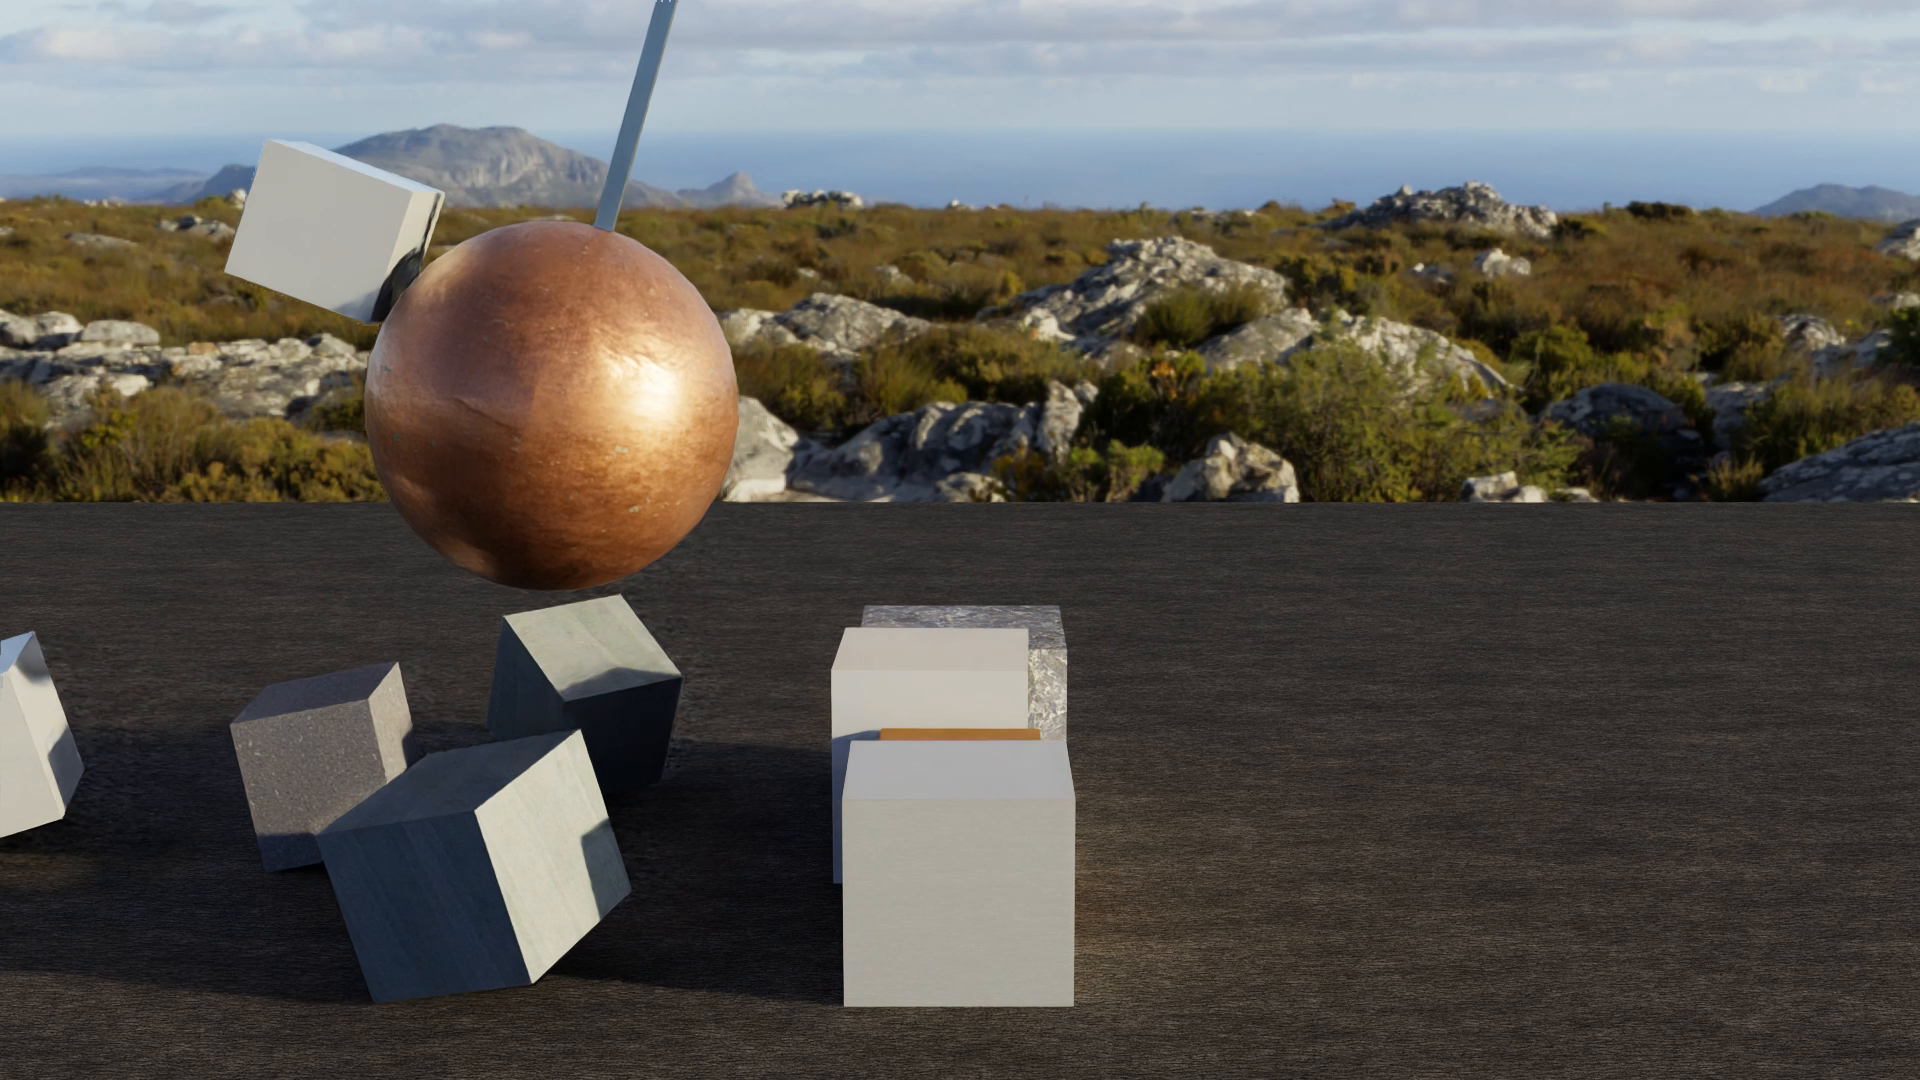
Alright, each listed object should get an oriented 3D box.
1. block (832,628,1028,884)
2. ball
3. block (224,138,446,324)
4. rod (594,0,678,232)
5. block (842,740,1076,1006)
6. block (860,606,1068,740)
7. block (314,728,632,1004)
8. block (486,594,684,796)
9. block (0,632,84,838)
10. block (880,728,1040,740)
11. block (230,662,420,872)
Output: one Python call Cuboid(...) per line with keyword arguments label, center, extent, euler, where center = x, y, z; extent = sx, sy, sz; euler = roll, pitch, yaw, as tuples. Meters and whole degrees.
Cuboid(label="block", center=(-0.120, 0.960, 11.595), extent=(0.850, 0.962, 0.866), euler=(0, 10, 2))
Cuboid(label="ball", center=(-1.753, -0.576, 11.076), extent=(1.600, 1.600, 1.600), euler=(0, 10, 0))
Cuboid(label="block", center=(-2.667, -1.324, 11.002), extent=(0.638, 0.585, 0.656), euler=(20, 7, -2))
Cuboid(label="rod", center=(-0.760, -3.775, 10.494), extent=(0.080, 5.200, 0.080), euler=(17, 10, -3))
Cuboid(label="block", center=(-0.005, 1.299, 10.130), extent=(0.876, 0.820, 0.854), euler=(0, 10, 0))
Cuboid(label="block", center=(0.009, 0.842, 12.541), extent=(0.981, 0.856, 1.007), euler=(0, 10, 0))
Cuboid(label="block", center=(-1.873, 1.259, 9.974), extent=(0.724, 0.702, 0.835), euler=(-11, 13, 23))
Cuboid(label="block", center=(-1.851, 0.787, 12.599), extent=(0.636, 0.679, 0.672), euler=(-11, 42, -34))
Cuboid(label="block", center=(-4.587, 0.959, 11.781), extent=(0.799, 0.714, 0.852), euler=(-17, 13, -9))
Cuboid(label="block", center=(0.000, 1.221, 10.871), extent=(0.687, 0.708, 0.627), euler=(0, 10, 0))
Cuboid(label="block", center=(-2.863, 1.024, 11.717), extent=(0.619, 0.693, 0.738), euler=(-11, 11, 0))
